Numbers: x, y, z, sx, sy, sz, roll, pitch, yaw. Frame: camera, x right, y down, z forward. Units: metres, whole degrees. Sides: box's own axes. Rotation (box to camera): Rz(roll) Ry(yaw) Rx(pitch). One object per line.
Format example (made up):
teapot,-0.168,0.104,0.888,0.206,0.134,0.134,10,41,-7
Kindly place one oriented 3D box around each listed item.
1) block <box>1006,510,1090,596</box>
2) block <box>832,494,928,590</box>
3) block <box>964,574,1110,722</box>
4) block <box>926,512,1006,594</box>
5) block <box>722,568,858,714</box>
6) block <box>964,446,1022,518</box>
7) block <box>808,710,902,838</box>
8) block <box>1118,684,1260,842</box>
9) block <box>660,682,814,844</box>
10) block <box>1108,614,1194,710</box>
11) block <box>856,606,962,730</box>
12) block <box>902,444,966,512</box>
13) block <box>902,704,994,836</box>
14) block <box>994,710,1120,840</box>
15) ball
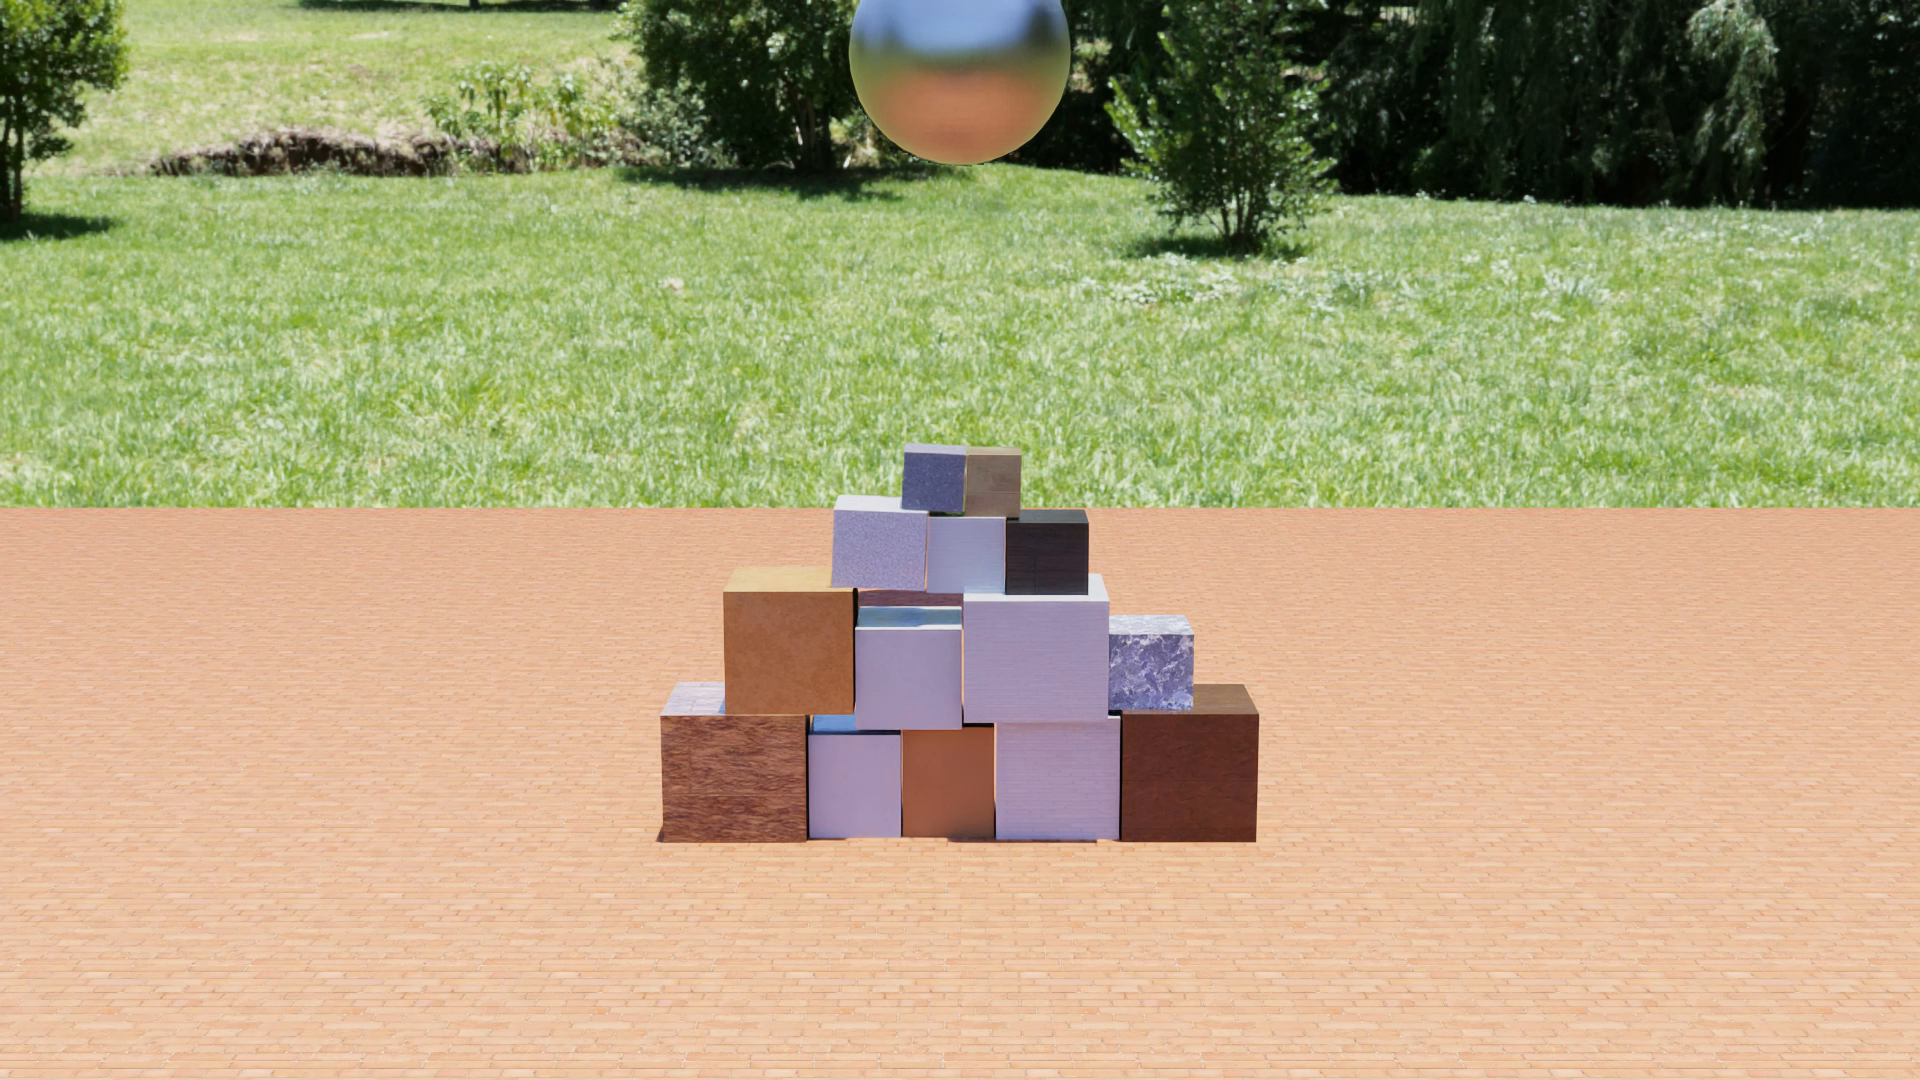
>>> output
block,0.439,0.060,11.187,0.410,0.368,0.412,0,10,0
block,-0.403,0.010,11.190,0.464,0.394,0.465,2,10,0
block,0.379,0.545,11.281,0.721,0.621,0.701,0,10,0
block,0.031,0.047,11.205,0.393,0.385,0.362,0,10,0
block,-0.856,0.509,11.276,0.642,0.630,0.632,0,10,0
block,0.165,-0.296,11.139,0.279,0.315,0.299,1,10,0
block,-0.534,1.207,11.417,0.466,0.540,0.515,0,10,0
block,1.160,1.146,11.387,0.683,0.670,0.626,0,10,0
block,-1.139,1.144,11.408,0.724,0.667,0.686,0,10,0
block,0.963,0.624,11.300,0.427,0.389,0.461,0,10,0
block,-0.258,0.652,11.309,0.533,0.517,0.543,0,10,0
block,-0.132,-0.317,11.134,0.307,0.292,0.326,3,10,0
block,-0.059,1.190,11.411,0.465,0.576,0.472,0,10,0
block,0.496,1.161,11.403,0.625,0.635,0.550,0,10,0
ball,0.000,-3.500,15.783,1.600,1.600,1.600,0,10,0
